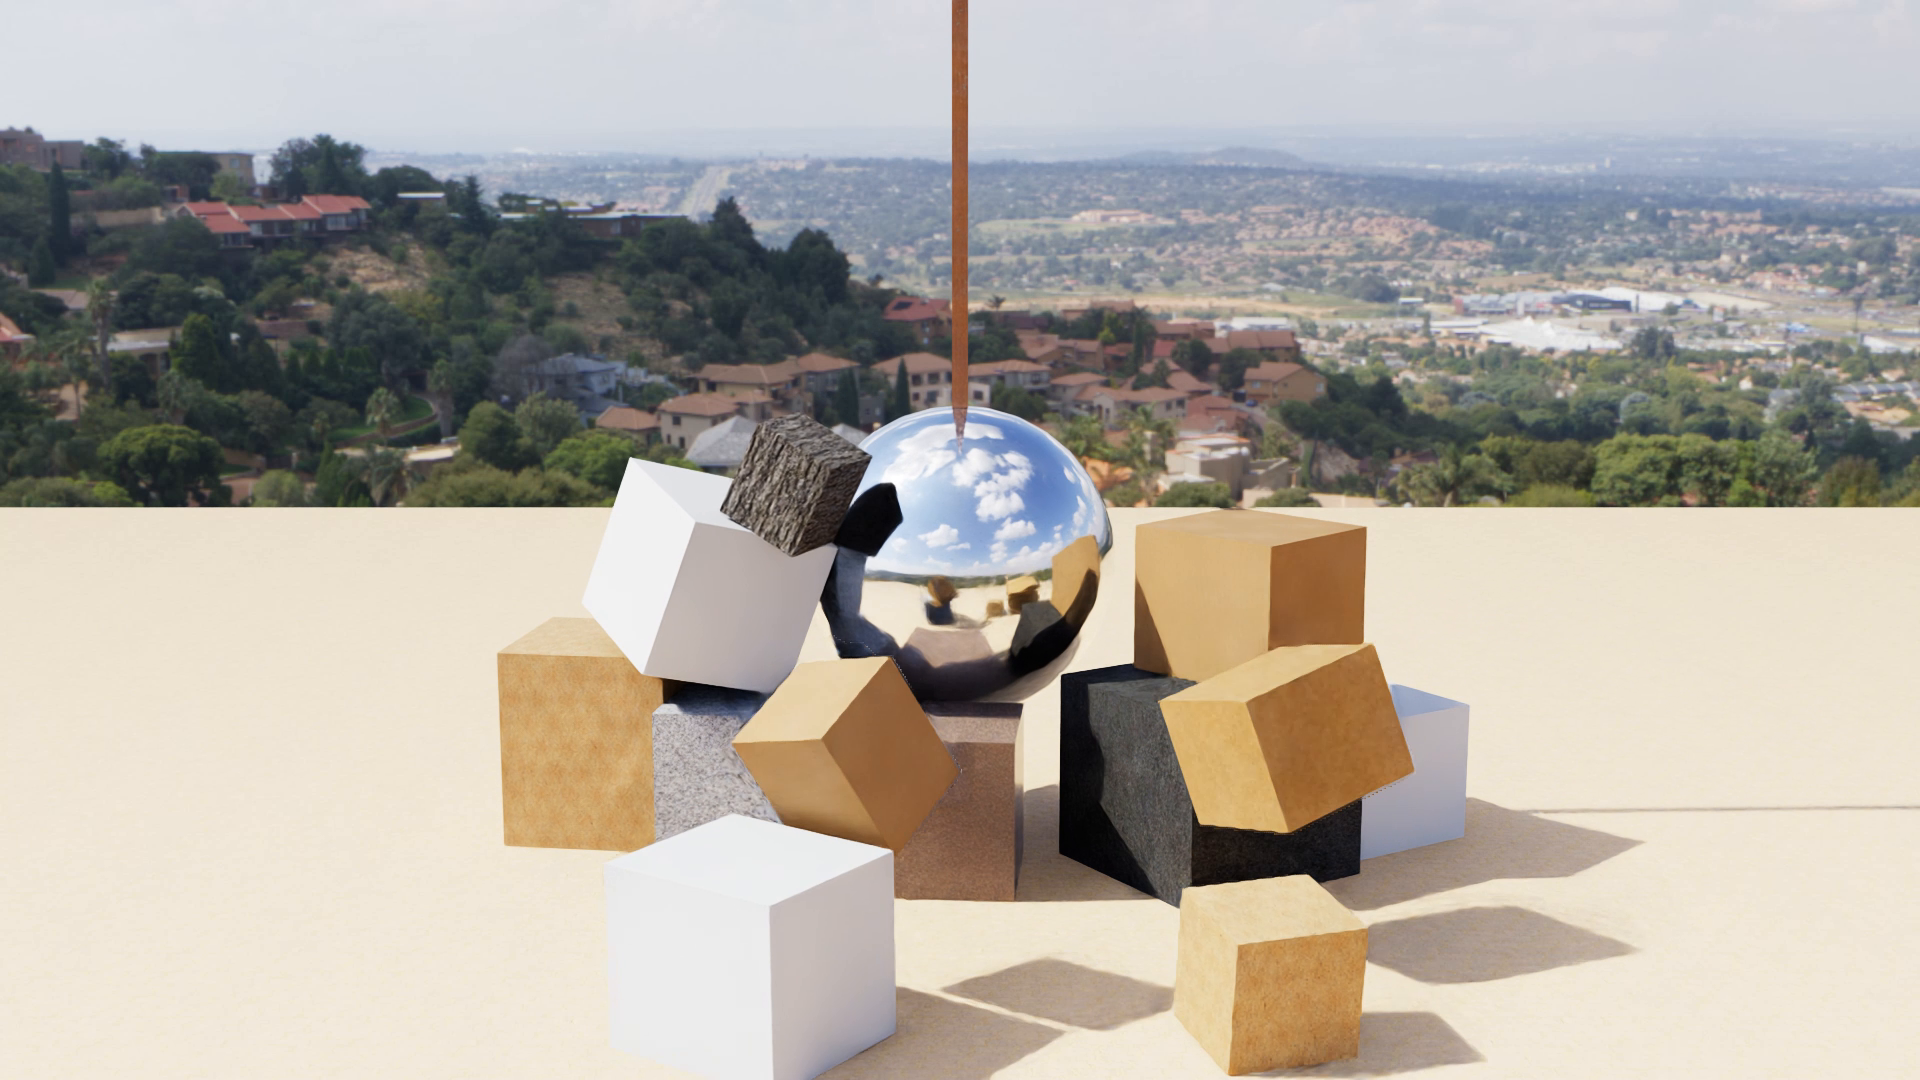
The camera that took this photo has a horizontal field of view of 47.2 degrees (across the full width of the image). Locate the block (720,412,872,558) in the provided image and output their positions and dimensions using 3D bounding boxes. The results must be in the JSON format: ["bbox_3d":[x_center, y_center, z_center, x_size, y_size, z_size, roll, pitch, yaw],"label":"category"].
[{"bbox_3d":[-0.786,-0.272,10.565,0.436,0.491,0.427,32,21,15],"label":"block"}]

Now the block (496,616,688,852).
[{"bbox_3d":[-1.817,0.987,11.348,0.845,0.997,0.852,2,10,8],"label":"block"}]

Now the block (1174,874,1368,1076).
[{"bbox_3d":[1.207,1.690,8.595,0.550,0.551,0.509,-3,17,-18],"label":"block"}]

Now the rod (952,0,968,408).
[{"bbox_3d":[0.000,-3.226,10.627,0.080,5.200,0.080,0,11,0],"label":"rod"}]

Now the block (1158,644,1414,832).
[{"bbox_3d":[1.407,0.846,9.522,0.694,0.579,0.693,-21,6,-25],"label":"block"}]

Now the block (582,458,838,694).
[{"bbox_3d":[-1.258,0.180,10.944,0.792,0.801,0.858,11,16,-34],"label":"block"}]

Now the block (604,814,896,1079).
[{"bbox_3d":[-0.814,1.603,8.610,0.832,0.757,0.751,7,13,35],"label":"block"}]

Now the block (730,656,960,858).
[{"bbox_3d":[-0.460,0.885,8.938,0.524,0.616,0.511,-7,32,42],"label":"block"}]

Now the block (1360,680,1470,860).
[{"bbox_3d":[2.044,1.152,11.289,0.768,0.694,0.774,-6,12,-32],"label":"block"}]

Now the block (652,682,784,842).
[{"bbox_3d":[-1.008,1.147,11.107,0.828,0.770,0.943,2,10,9],"label":"block"}]

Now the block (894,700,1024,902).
[{"bbox_3d":[-0.114,1.242,10.582,0.801,0.770,0.734,1,10,5],"label":"block"}]

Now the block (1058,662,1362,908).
[{"bbox_3d":[1.216,1.139,10.737,1.046,0.917,1.045,-7,12,-32],"label":"block"}]

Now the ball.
[{"bbox_3d":[0.000,0.111,11.277,1.600,1.600,1.600,0,10,0],"label":"ball"}]

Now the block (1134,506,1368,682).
[{"bbox_3d":[1.429,0.285,10.856,0.827,0.720,0.775,10,14,44],"label":"block"}]
